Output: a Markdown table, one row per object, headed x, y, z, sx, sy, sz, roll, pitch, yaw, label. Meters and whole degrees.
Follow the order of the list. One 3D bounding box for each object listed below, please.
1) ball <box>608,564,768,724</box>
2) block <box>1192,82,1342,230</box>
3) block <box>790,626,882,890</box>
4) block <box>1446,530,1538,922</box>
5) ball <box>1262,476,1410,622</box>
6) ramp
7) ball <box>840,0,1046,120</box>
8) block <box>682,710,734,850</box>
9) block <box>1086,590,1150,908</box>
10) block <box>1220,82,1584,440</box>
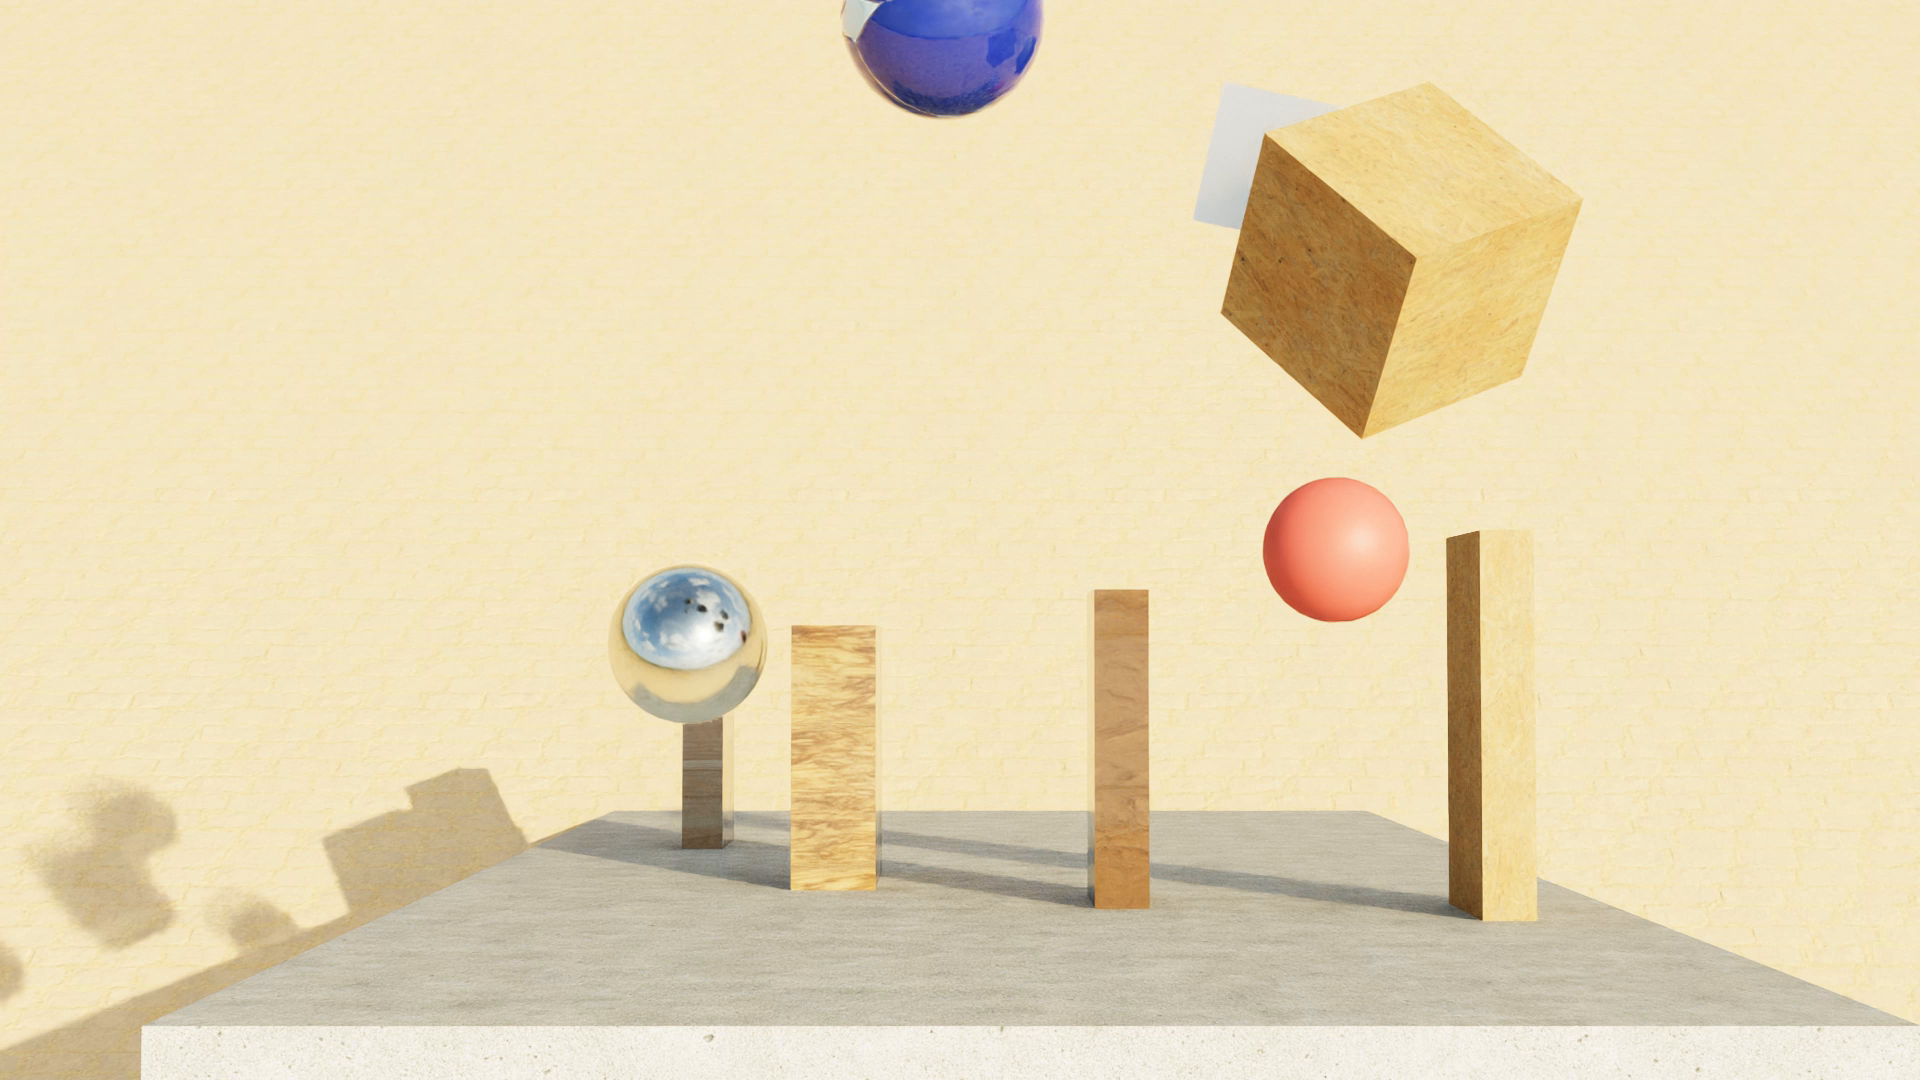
| x | y | z | sx | sy | sz | roll | pitch | yaw | label |
| --- | --- | --- | --- | --- | --- | --- | --- | --- | --- |
| -0.316 | 0.120 | 3.023 | 0.186 | 0.186 | 0.186 | 0 | 37 | 0 | ball |
| 0.343 | -0.396 | 2.767 | 0.146 | 0.146 | 0.146 | 14 | 9 | 10 | block |
| -0.224 | 0.393 | 4.798 | 0.150 | 0.468 | 0.390 | 0 | -2 | 0 | block |
| 0.860 | 0.296 | 4.222 | 0.085 | 0.612 | 0.284 | 0 | -2 | 0 | block |
| 0.435 | 0.011 | 3.011 | 0.169 | 0.169 | 0.169 | 0 | 37 | 0 | ball |
| 0.081 | 0.683 | 4.918 | 2.000 | 0.100 | 4.000 | 0 | -2 | 0 | ramp |
| -0.016 | -0.515 | 2.558 | 0.201 | 0.201 | 0.201 | 0 | 37 | 0 | ball |
| -0.551 | 0.464 | 5.708 | 0.087 | 0.406 | 0.282 | 0 | -2 | 0 | block |
| 0.266 | 0.348 | 4.393 | 0.090 | 0.523 | 0.245 | 0 | -2 | 0 | block |
| 0.411 | -0.266 | 2.450 | 0.210 | 0.210 | 0.210 | -21 | 50 | -30 | block |
